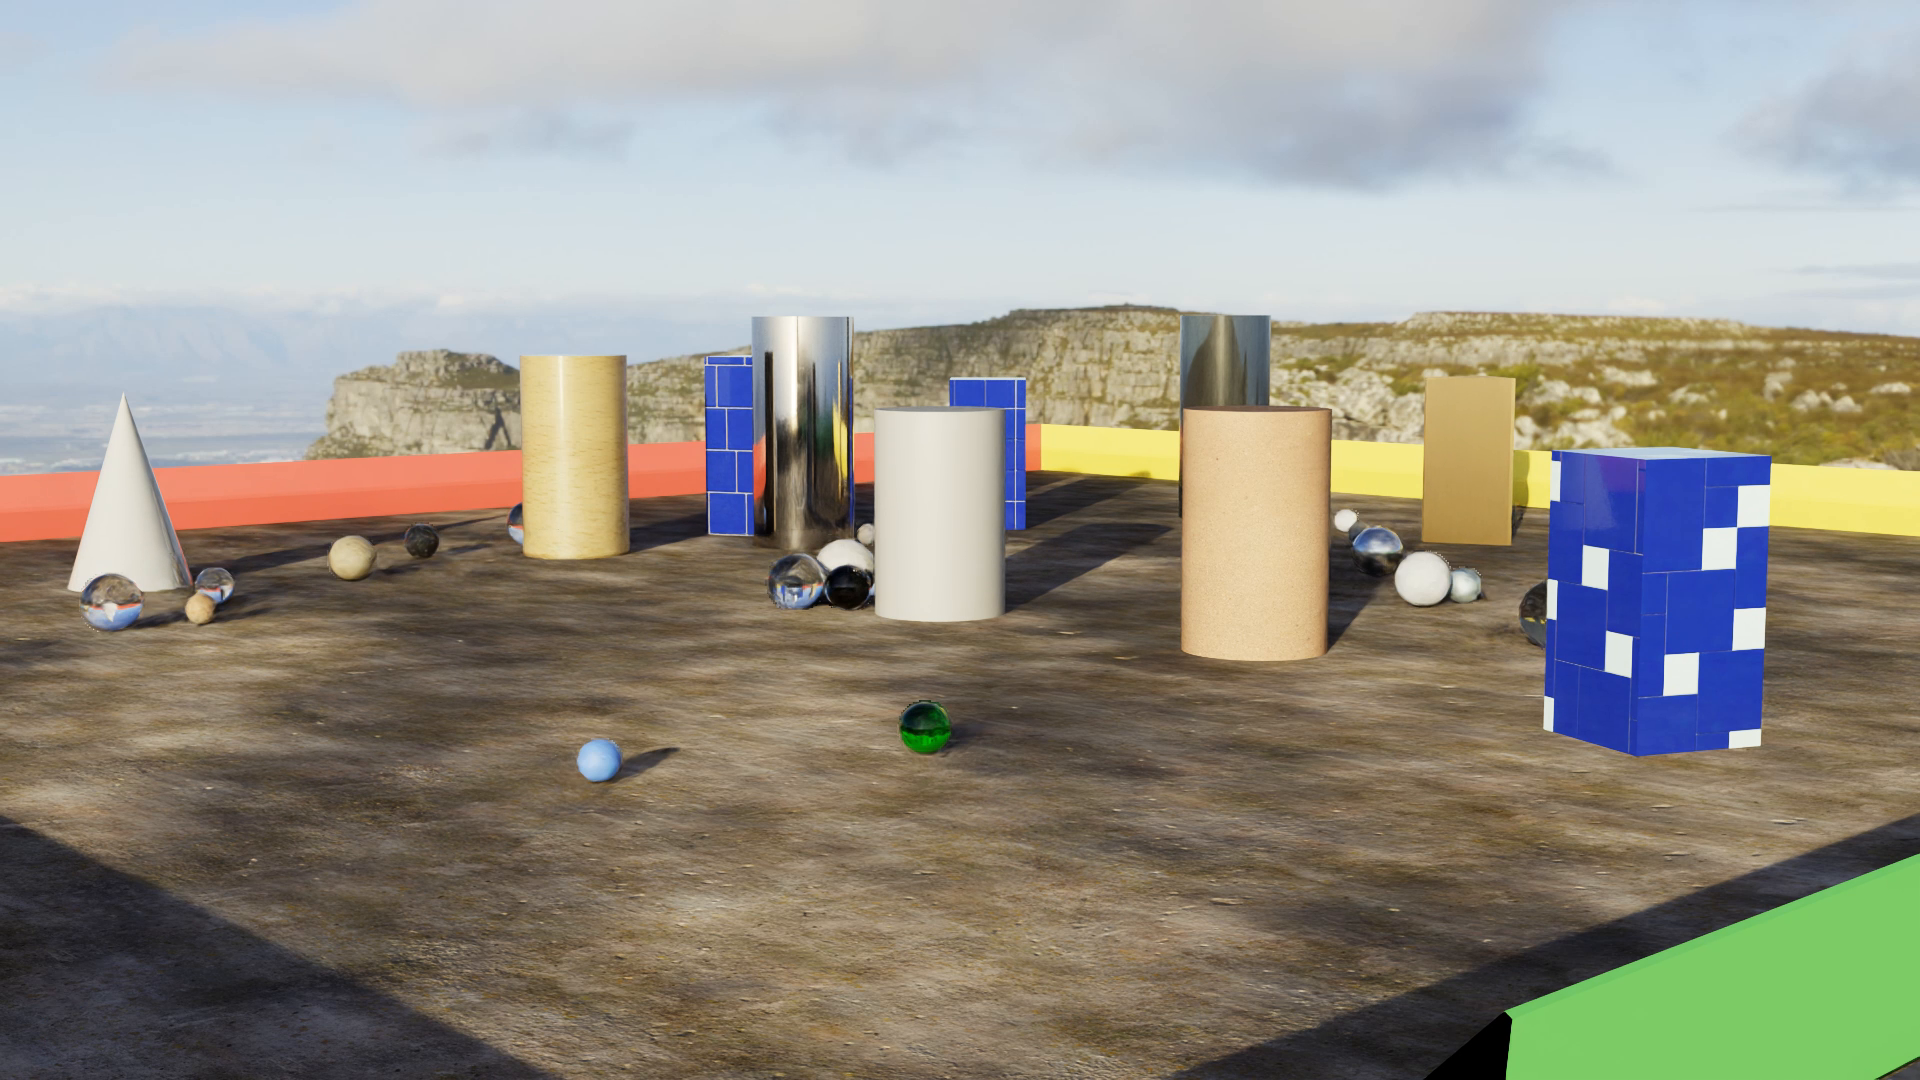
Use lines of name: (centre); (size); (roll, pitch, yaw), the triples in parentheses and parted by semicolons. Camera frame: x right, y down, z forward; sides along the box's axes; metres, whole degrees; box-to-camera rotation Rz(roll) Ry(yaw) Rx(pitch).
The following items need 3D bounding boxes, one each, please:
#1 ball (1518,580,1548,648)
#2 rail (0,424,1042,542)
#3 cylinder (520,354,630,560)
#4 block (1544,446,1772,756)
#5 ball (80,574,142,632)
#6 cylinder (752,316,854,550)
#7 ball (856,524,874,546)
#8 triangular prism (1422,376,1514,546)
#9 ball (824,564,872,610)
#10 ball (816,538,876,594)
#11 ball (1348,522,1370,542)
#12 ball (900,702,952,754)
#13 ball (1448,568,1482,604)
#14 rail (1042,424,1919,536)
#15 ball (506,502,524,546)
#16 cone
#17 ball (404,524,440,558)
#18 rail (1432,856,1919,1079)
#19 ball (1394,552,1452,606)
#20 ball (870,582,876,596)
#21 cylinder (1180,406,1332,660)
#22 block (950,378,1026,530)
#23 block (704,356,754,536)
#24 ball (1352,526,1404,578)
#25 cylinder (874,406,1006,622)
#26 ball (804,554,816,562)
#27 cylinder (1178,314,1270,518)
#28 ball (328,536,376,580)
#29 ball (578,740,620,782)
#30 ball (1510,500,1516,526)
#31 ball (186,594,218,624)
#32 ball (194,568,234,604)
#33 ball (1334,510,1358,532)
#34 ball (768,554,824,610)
ball: (0.779, 0.097, 2.879); (0.092, 0.092, 0.092); (0, 6, 0)
rail: (-1.265, -0.111, 4.695); (4.100, 0.125, 0.045); (-6, 8, -42)
cylinder: (-0.699, -0.155, 3.995); (0.192, 0.361, 0.192); (0, 6, 0)
block: (0.719, 0.058, 2.277); (0.154, 0.297, 0.154); (-2, 6, -21)
ball: (-1.175, 0.086, 3.045); (0.080, 0.080, 0.080); (0, 6, 0)
cylinder: (-0.295, -0.205, 4.143); (0.192, 0.430, 0.192); (0, 6, 0)
ball: (-0.174, -0.010, 4.143); (0.042, 0.042, 0.042); (0, 6, 0)
triangular prism: (0.991, -0.157, 4.231); (0.166, 0.314, 0.144); (3, 7, 24)
ball: (-0.166, 0.070, 3.256); (0.069, 0.069, 0.069); (0, 6, 0)
ball: (-0.174, 0.046, 3.348); (0.096, 0.096, 0.096); (0, 6, 0)
ball: (0.756, -0.013, 4.159); (0.043, 0.043, 0.043); (0, 6, 0)
ball: (-0.035, 0.189, 2.205); (0.052, 0.052, 0.052); (0, 6, 0)
ball: (0.763, 0.069, 3.331); (0.053, 0.053, 0.053); (0, 6, 0)
rail: (1.489, -0.111, 4.699); (0.045, 0.125, 3.778); (-6, 8, -42)
ball: (-0.806, -0.031, 4.124); (0.087, 0.087, 0.087); (0, 6, 0)
cone: (-1.338, -0.082, 3.534); (0.192, 0.313, 0.192); (0, 6, 0)
ball: (-0.962, 0.002, 3.929); (0.062, 0.062, 0.062); (0, 6, 0)
rail: (1.265, 0.176, 1.969); (4.100, 0.125, 0.045); (-6, 8, -42)
ball: (0.693, 0.059, 3.292); (0.083, 0.083, 0.083); (0, 6, 0)
ball: (-0.135, 0.062, 3.414); (0.050, 0.050, 0.050); (0, 6, 0)
cylinder: (0.386, -0.014, 2.868); (0.192, 0.315, 0.192); (0, 6, 0)
block: (0.057, -0.180, 4.509); (0.154, 0.302, 0.154); (0, 6, 1)
block: (-0.401, -0.190, 4.379); (0.154, 0.350, 0.154); (3, 7, 23)
ball: (0.694, 0.019, 3.656); (0.085, 0.085, 0.085); (0, 6, 0)
cylinder: (-0.029, -0.042, 3.220); (0.192, 0.299, 0.192); (0, 6, 0)
ball: (-0.251, 0.052, 3.456); (0.062, 0.062, 0.062); (0, 6, 0)
cylinder: (0.565, -0.264, 4.702); (0.192, 0.431, 0.192); (0, 6, 0)
ball: (-0.996, 0.030, 3.606); (0.075, 0.075, 0.075); (0, 6, 0)
ball: (-0.340, 0.208, 2.073); (0.041, 0.041, 0.041); (0, 6, 0)
ball: (1.069, -0.053, 4.382); (0.078, 0.078, 0.078); (0, 6, 0)
ball: (-1.073, 0.097, 3.112); (0.043, 0.043, 0.043); (0, 6, 0)
ball: (-1.125, 0.069, 3.320); (0.056, 0.056, 0.056); (0, 6, 0)
ball: (0.772, -0.039, 4.396); (0.046, 0.046, 0.046); (0, 6, 0)
ball: (-0.244, 0.062, 3.262); (0.083, 0.083, 0.083); (0, 6, 0)
